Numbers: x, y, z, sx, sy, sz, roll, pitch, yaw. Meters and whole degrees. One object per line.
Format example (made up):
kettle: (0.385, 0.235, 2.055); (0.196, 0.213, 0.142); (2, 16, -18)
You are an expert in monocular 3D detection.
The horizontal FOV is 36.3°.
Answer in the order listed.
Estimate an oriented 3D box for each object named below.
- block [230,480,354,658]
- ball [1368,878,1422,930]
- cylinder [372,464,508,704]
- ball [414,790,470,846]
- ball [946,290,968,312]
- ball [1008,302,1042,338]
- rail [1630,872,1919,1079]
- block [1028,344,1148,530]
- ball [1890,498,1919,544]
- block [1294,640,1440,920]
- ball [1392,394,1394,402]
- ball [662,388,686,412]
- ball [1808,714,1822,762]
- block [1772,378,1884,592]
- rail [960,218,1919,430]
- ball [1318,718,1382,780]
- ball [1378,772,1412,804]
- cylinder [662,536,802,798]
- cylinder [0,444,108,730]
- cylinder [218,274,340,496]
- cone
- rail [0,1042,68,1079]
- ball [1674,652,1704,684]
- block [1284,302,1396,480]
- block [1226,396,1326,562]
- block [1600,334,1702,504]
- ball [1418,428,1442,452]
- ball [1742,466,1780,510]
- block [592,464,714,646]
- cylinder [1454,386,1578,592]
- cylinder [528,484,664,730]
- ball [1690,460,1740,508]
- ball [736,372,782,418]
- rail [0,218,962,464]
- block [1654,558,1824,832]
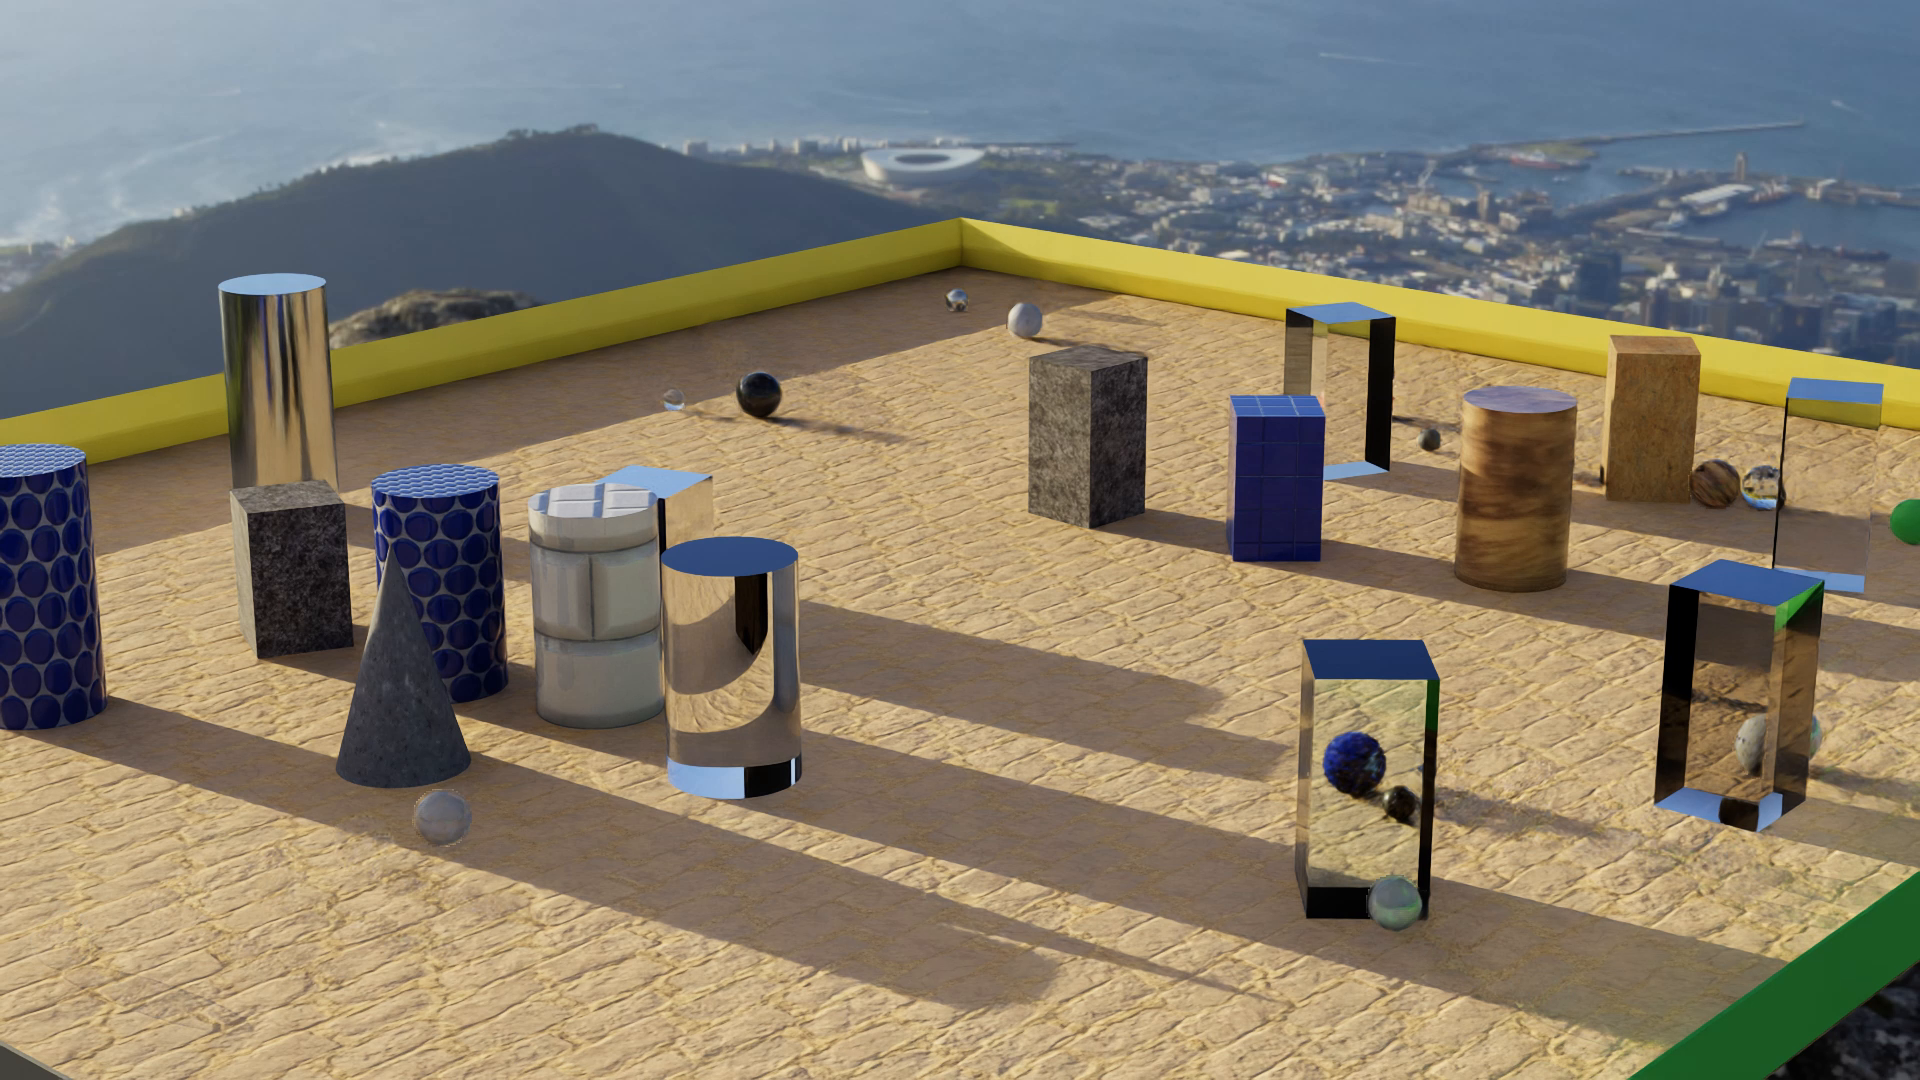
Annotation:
block: (-1.110, 0.046, 4.871); (0.158, 0.248, 0.158); (-7, 18, -22)
ball: (0.560, 0.468, 3.773); (0.068, 0.068, 0.068); (0, 17, 0)
cylinder: (-0.822, 0.068, 4.642); (0.198, 0.337, 0.198); (0, 17, 0)
ball: (-0.715, 0.384, 4.049); (0.075, 0.075, 0.075); (0, 17, 0)
ball: (-0.007, -0.599, 7.342); (0.057, 0.057, 0.057); (0, 17, 0)
ball: (0.157, -0.530, 7.064); (0.085, 0.085, 0.085); (0, 17, 0)
rail: (1.419, 0.388, 3.940); (0.045, 0.129, 4.385); (14, 22, 39)
block: (0.243, -0.199, 5.582); (0.158, 0.306, 0.158); (16, 23, 43)
ball: (1.763, -0.034, 5.418); (0.085, 0.085, 0.085); (0, 17, 0)
block: (0.531, 0.312, 3.844); (0.158, 0.330, 0.158); (0, 17, 1)
ball: (0.895, -0.307, 6.332); (0.081, 0.081, 0.081); (0, 17, 0)
ball: (-0.622, -0.305, 6.381); (0.049, 0.049, 0.049); (0, 17, 0)
ball: (1.222, 0.288, 4.327); (0.099, 0.099, 0.099); (0, 17, 0)
block: (1.536, -0.099, 5.193); (0.158, 0.340, 0.158); (6, 18, 18)
rail: (1.422, -0.440, 6.688); (3.806, 0.129, 0.045); (14, 22, 39)
ball: (0.570, 0.306, 4.282); (0.091, 0.091, 0.091); (0, 17, 0)
ball: (0.621, 0.355, 4.193); (0.048, 0.048, 0.048); (0, 17, 0)
cylinder: (-0.331, 0.184, 4.264); (0.198, 0.335, 0.198); (0, 17, 0)
cylinder: (-1.434, 0.070, 4.524); (0.198, 0.401, 0.198); (0, 17, 0)
cylinder: (-1.294, -0.269, 5.578); (0.198, 0.444, 0.198); (0, 17, 0)
cone: (-0.826, 0.167, 4.302); (0.198, 0.345, 0.198); (0, 17, 0)
rail: (-1.422, 0.505, 3.552); (3.806, 0.129, 0.045); (14, 22, 39)
ball: (1.166, 0.205, 4.688); (0.050, 0.050, 0.050); (0, 17, 0)
block: (0.760, -0.302, 5.901); (0.158, 0.319, 0.158); (-8, 18, -24)
block: (0.575, -0.114, 5.361); (0.158, 0.271, 0.158); (0, 17, 0)
block: (1.348, -0.237, 5.730); (0.158, 0.295, 0.158); (2, 17, 7)
ball: (0.970, -0.207, 6.056); (0.048, 0.048, 0.048); (0, 17, 0)
ball: (1.548, -0.101, 5.638); (0.086, 0.086, 0.086); (0, 17, 0)
block: (-0.521, 0.024, 4.931); (0.158, 0.255, 0.158); (8, 18, 24)
cylinder: (0.984, -0.092, 5.194); (0.198, 0.325, 0.198); (0, 17, 0)
cylinder: (-0.562, 0.101, 4.536); (0.198, 0.337, 0.198); (0, 17, 0)
ball: (1.456, -0.109, 5.649); (0.094, 0.094, 0.094); (0, 17, 0)
ball: (-0.433, -0.313, 6.322); (0.099, 0.099, 0.099); (0, 17, 0)
rail: (-1.419, -0.323, 6.299); (0.045, 0.129, 4.385); (14, 22, 39)
block: (1.103, 0.218, 4.154); (0.158, 0.332, 0.158); (13, 21, 38)
